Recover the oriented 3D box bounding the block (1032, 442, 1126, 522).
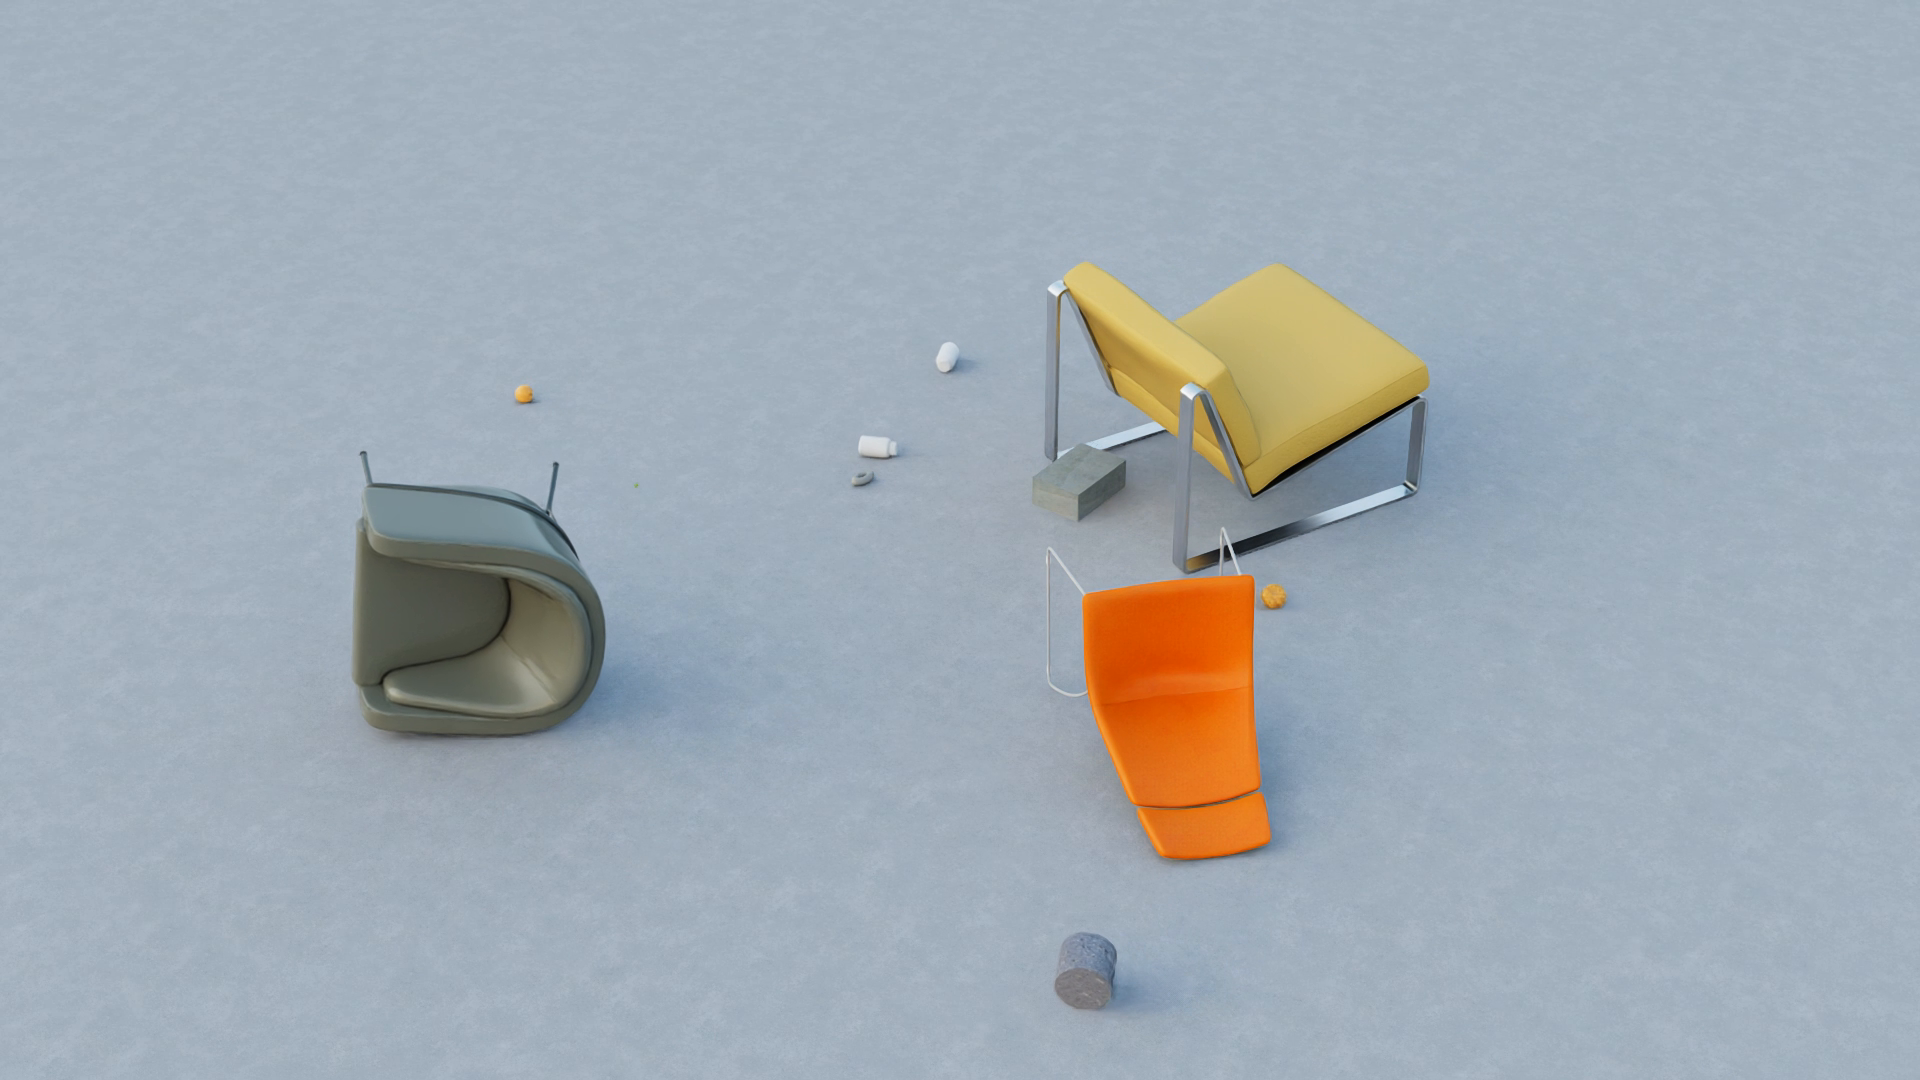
[{"bbox_3d":[0.454,-0.221,11.170,0.212,0.121,0.315,23,40,30],"label":"block"}]

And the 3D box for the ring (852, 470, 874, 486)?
[{"bbox_3d":[-0.374,-0.239,11.277,0.057,0.034,0.107,27,41,37],"label":"ring"}]

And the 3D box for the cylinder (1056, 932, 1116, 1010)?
[{"bbox_3d":[0.380,1.297,8.825,0.171,0.162,0.164,29,33,-9],"label":"cylinder"}]
